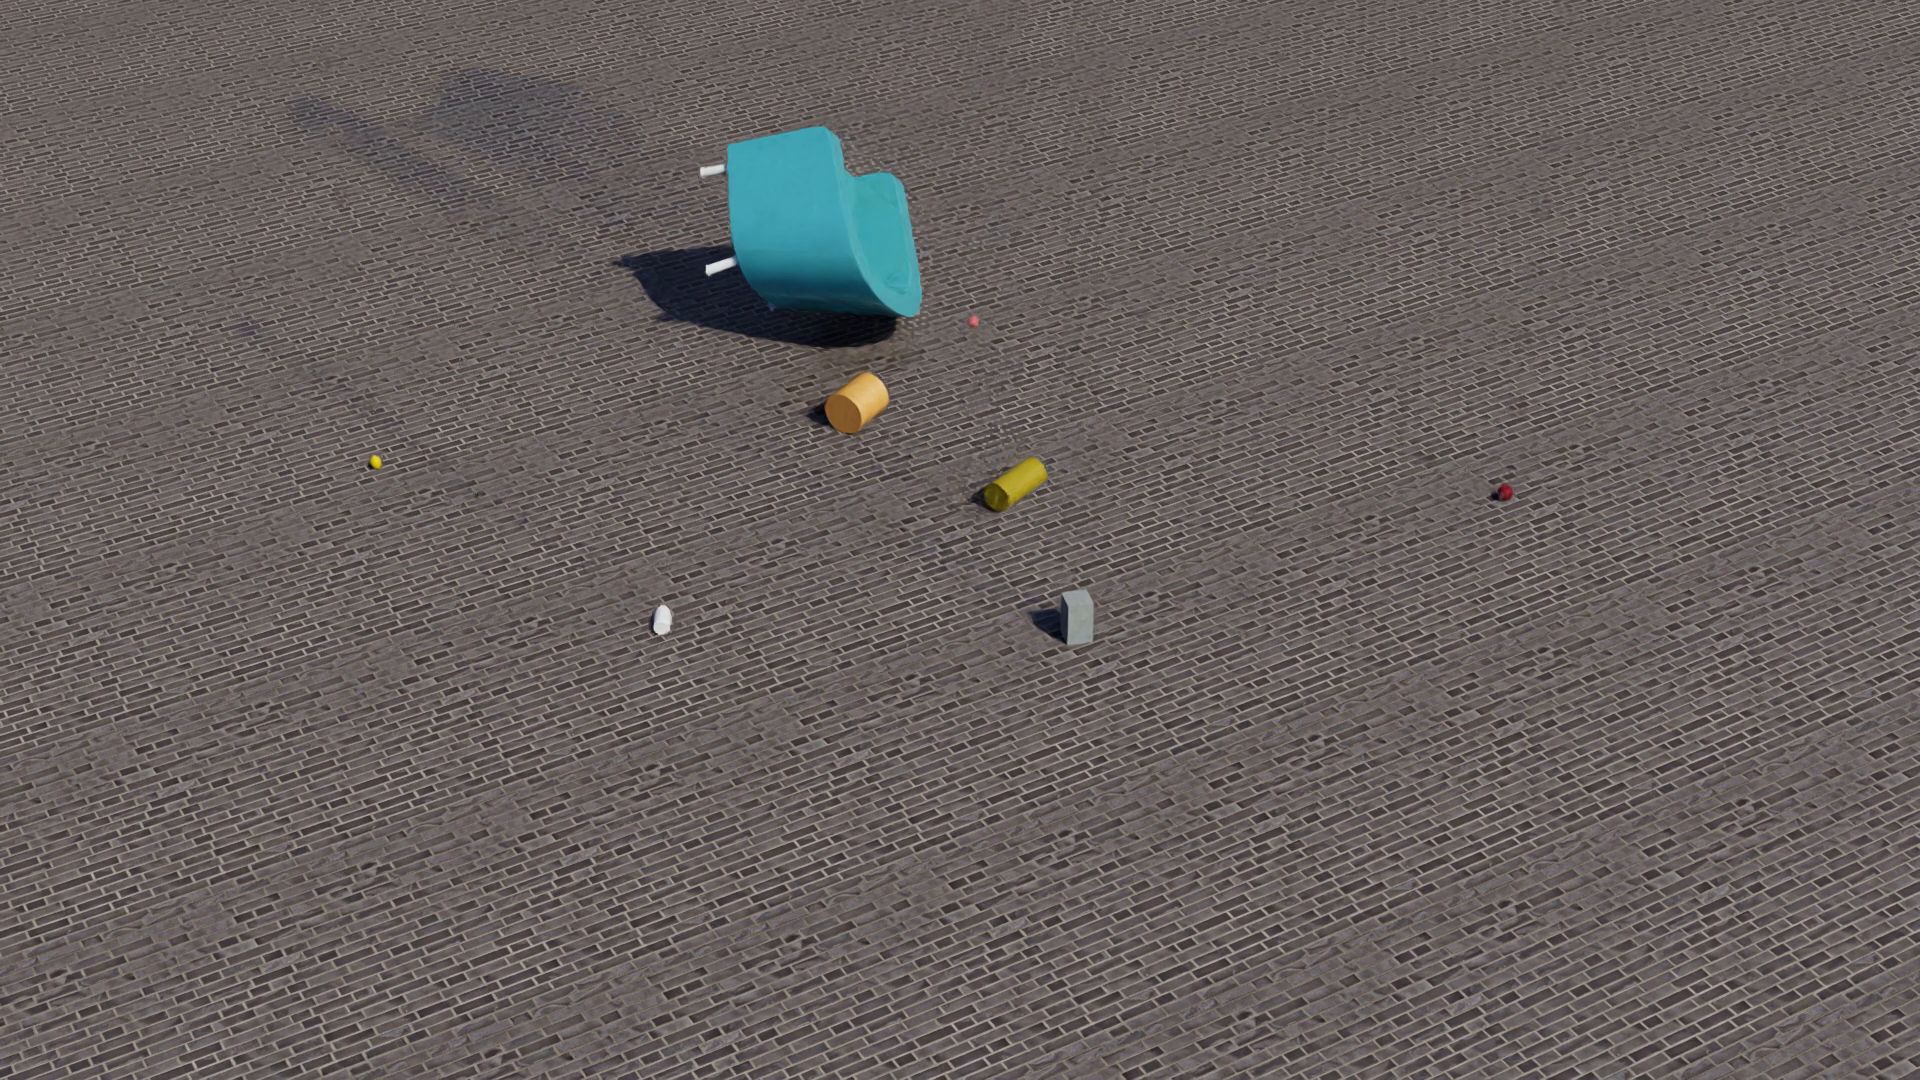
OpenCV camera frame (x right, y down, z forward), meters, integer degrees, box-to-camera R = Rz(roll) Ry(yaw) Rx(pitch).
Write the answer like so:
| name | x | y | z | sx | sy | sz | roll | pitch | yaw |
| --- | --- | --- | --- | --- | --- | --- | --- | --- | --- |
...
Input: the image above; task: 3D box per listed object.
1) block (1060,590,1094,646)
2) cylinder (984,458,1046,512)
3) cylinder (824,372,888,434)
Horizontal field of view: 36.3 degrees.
| name | x | y | z | sx | sy | sz | roll | pitch | yaw |
| --- | --- | --- | --- | --- | --- | --- | --- | --- | --- |
| block | 0.414 | 0.274 | 10.376 | 0.093 | 0.168 | 0.092 | -8 | 34 | -12 |
| cylinder | 0.210 | -0.212 | 11.149 | 0.113 | 0.116 | 0.256 | -22 | 9 | 43 |
| cylinder | -0.409 | -0.543 | 11.610 | 0.172 | 0.173 | 0.198 | 35 | 43 | 12 |
